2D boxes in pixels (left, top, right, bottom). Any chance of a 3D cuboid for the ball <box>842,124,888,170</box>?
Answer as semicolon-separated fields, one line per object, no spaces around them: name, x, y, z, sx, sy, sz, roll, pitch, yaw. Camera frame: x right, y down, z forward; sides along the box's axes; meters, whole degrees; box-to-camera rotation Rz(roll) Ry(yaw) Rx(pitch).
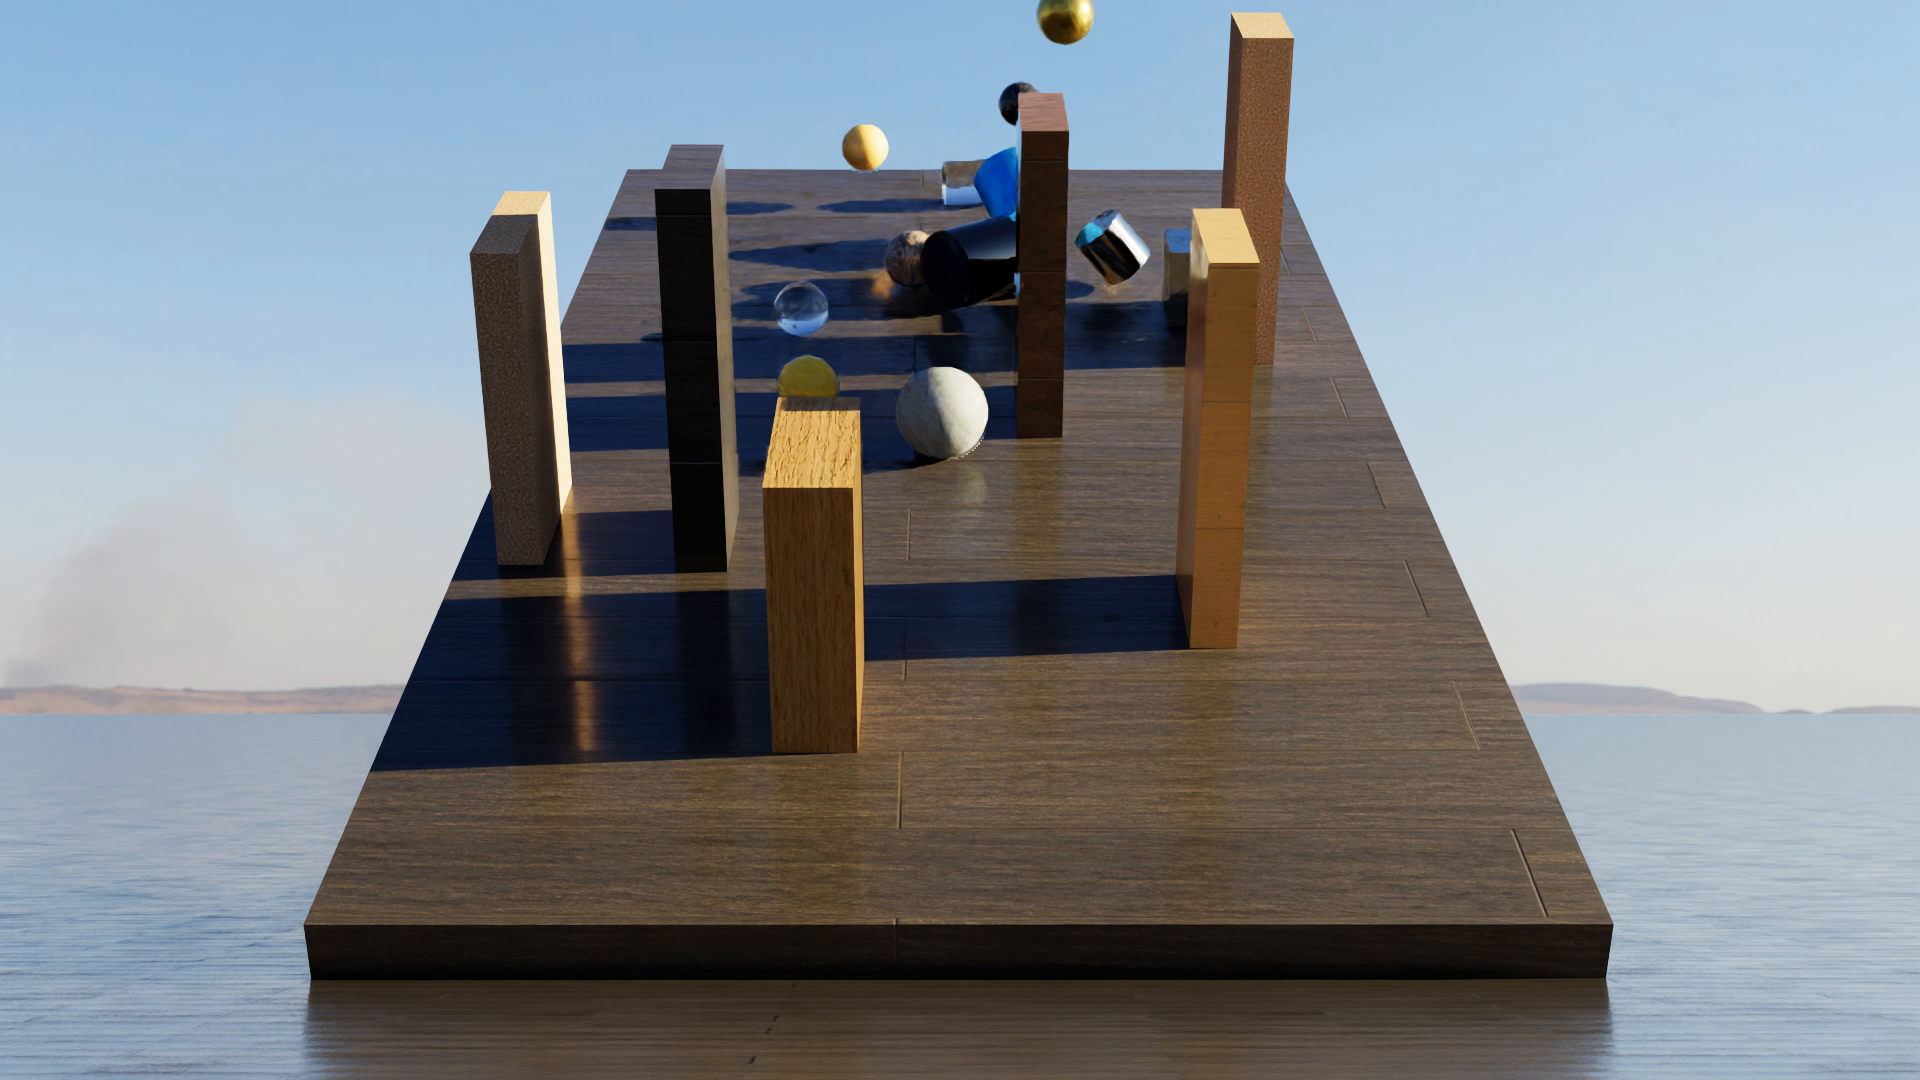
ball;-0.269;-1.113;6.657;0.131;0.131;0.131;0;-4;0

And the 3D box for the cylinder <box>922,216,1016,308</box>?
cylinder;0.044;-0.720;6.088;0.204;0.204;0.204;-19;8;-35

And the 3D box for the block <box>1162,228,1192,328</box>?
block;0.625;-0.669;5.991;0.197;0.197;0.197;0;26;0

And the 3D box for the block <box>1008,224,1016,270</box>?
block;0.206;-0.786;6.330;0.116;0.116;0.116;-12;28;-23

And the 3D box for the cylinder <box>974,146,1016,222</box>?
cylinder;0.166;-0.936;6.419;0.195;0.195;0.195;-19;-30;-11

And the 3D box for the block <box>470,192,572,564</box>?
block;-0.881;-0.330;4.744;0.090;0.653;0.395;0;26;0

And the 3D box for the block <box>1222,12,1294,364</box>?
block;0.705;-0.843;5.658;0.116;0.799;0.255;0;26;0

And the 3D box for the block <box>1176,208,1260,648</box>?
block;0.474;-0.206;4.370;0.088;0.756;0.308;0;26;0

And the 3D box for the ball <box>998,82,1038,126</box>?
ball;0.175;-1.256;6.770;0.129;0.129;0.129;0;-4;0

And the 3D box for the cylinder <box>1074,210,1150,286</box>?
cylinder;0.400;-0.768;6.165;0.141;0.141;0.141;47;-26;-21

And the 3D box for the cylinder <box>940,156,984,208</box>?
cylinder;0.016;-1.042;6.844;0.127;0.127;0.127;-14;-4;0

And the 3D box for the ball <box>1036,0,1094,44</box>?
ball;0.293;-1.460;6.532;0.163;0.163;0.163;0;-4;0

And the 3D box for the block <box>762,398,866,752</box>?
block;-0.250;0.056;4.115;0.147;0.501;0.393;0;26;0

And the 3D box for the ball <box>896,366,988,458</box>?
ball;-0.040;-0.281;5.168;0.203;0.203;0.203;0;-4;0

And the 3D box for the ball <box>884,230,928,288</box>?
ball;-0.124;-0.739;6.188;0.152;0.152;0.152;0;-4;0

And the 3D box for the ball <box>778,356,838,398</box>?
ball;-0.349;-0.354;5.393;0.140;0.140;0.140;0;-4;0

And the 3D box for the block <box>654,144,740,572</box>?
block;-0.515;-0.356;4.643;0.103;0.789;0.297;0;26;0

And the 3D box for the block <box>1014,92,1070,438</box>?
block;0.180;-0.619;5.292;0.102;0.707;0.316;0;26;0

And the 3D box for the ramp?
ramp;-0.009;-0.229;5.411;2.000;0.100;4.000;0;26;0

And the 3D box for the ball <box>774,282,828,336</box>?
ball;-0.396;-0.576;5.862;0.137;0.137;0.137;0;-4;0
